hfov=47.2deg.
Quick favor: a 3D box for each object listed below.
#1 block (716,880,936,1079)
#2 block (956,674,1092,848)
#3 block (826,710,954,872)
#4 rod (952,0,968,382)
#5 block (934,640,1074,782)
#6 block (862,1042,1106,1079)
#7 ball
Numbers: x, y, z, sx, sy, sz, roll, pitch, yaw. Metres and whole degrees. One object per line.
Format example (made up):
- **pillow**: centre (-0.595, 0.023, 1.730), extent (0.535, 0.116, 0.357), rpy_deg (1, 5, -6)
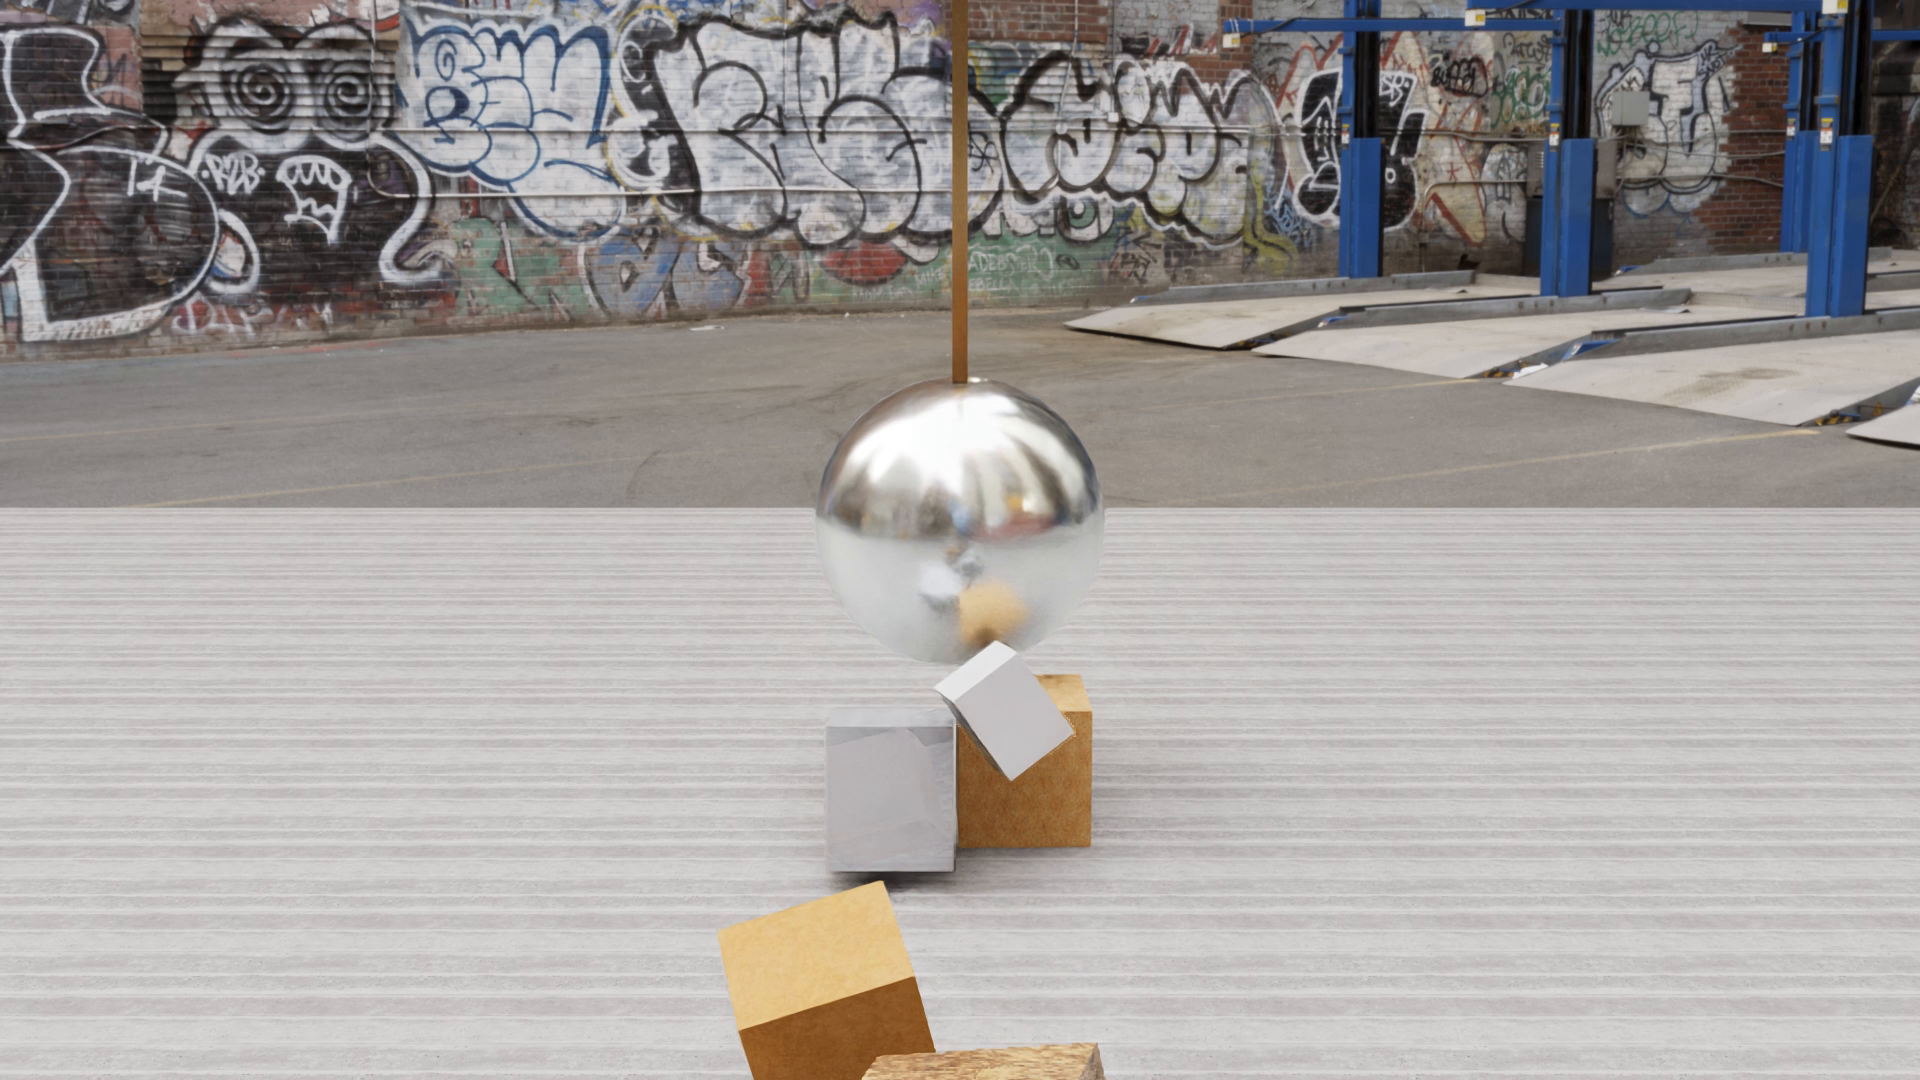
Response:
- **block**: centre (-0.462, 1.699, 7.888), extent (0.628, 0.563, 0.600), rpy_deg (-16, 27, -6)
- **block**: centre (0.319, 1.130, 11.387), extent (0.663, 0.703, 0.779), rpy_deg (0, 10, -1)
- **block**: centre (-0.334, 1.209, 10.733), extent (0.601, 0.688, 0.707), rpy_deg (0, 2, 0)
- **rod**: centre (0.000, -3.315, 10.979), extent (0.080, 5.200, 0.080), rpy_deg (0, 19, 0)
- **block**: centre (0.205, 0.803, 10.416), extent (0.379, 0.470, 0.455), rpy_deg (-37, 11, -7)
- **block**: centre (0.056, 1.949, 6.441), extent (0.713, 0.680, 0.631), rpy_deg (-8, 12, 20)
- **ball**: centre (0.000, -0.101, 12.089), extent (1.600, 1.600, 1.600), rpy_deg (0, 10, 0)
